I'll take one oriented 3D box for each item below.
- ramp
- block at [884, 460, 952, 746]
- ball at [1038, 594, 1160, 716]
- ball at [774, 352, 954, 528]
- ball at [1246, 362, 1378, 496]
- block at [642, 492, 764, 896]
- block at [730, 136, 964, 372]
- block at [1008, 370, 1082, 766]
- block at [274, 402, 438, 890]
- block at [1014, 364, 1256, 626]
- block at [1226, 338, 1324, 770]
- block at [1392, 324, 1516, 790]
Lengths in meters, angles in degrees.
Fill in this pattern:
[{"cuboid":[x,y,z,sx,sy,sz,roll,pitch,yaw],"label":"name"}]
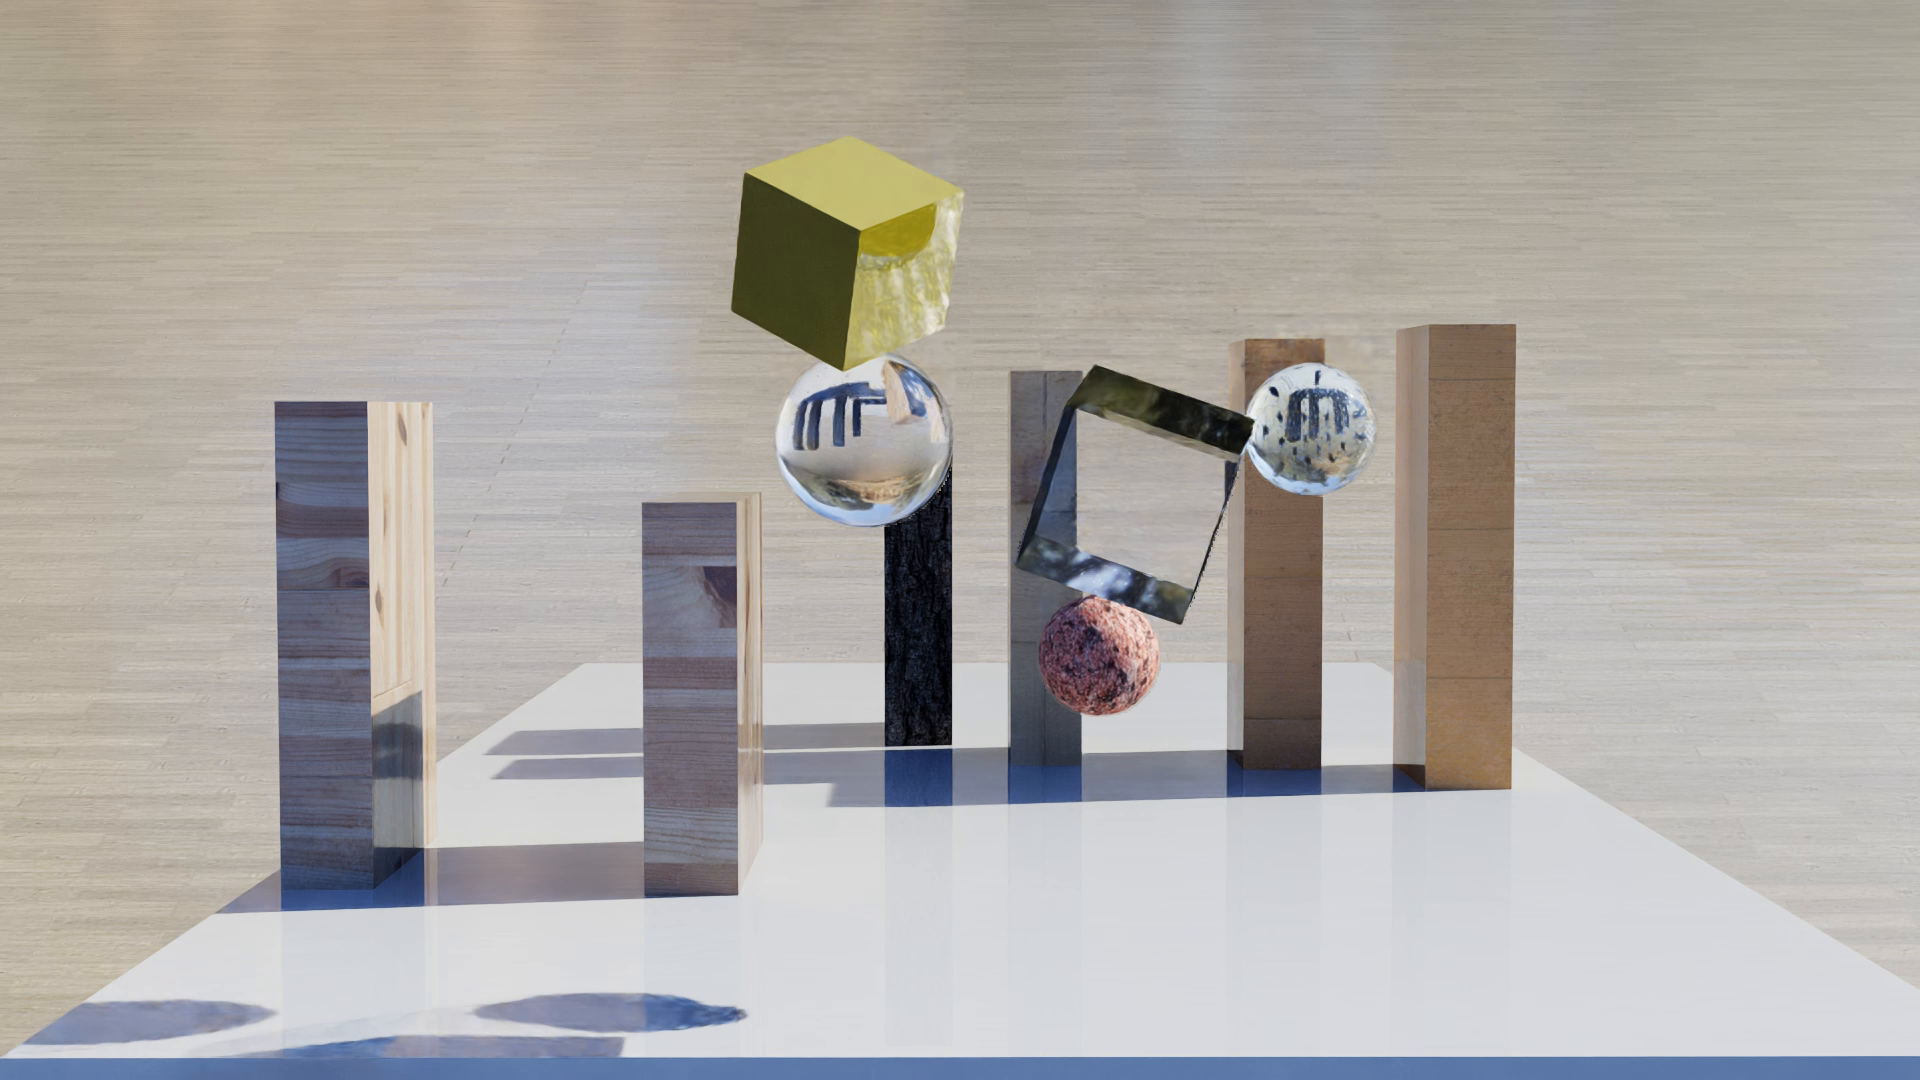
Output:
[{"cuboid":[0.051,0.461,4.533,2.000,0.100,4.000,0,3,0],"label":"ramp"},{"cuboid":[-0.080,0.092,5.080,0.129,0.581,0.370,0,3,0],"label":"block"},{"cuboid":[0.150,0.124,2.772,0.130,0.130,0.130,0,22,0],"label":"ball"},{"cuboid":[-0.104,-0.111,2.802,0.195,0.195,0.195,0,22,0],"label":"ball"},{"cuboid":[0.390,-0.124,2.863,0.147,0.147,0.147,0,22,0],"label":"ball"},{"cuboid":[-0.354,0.198,3.590,0.124,0.517,0.440,0,3,0],"label":"block"},{"cuboid":[-0.121,-0.308,2.744,0.165,0.165,0.165,30,38,29],"label":"block"},{"cuboid":[0.155,0.045,4.739,0.128,0.709,0.259,0,3,0],"label":"block"},{"cuboid":[-0.844,0.131,3.620,0.123,0.649,0.422,0,3,0],"label":"block"},{"cuboid":[0.179,-0.049,2.604,0.176,0.176,0.176,19,20,6],"label":"block"},{"cuboid":[0.572,0.020,4.691,0.139,0.764,0.276,0,3,0],"label":"block"},{"cuboid":[0.855,0.022,4.470,0.145,0.781,0.319,0,3,0],"label":"block"}]
